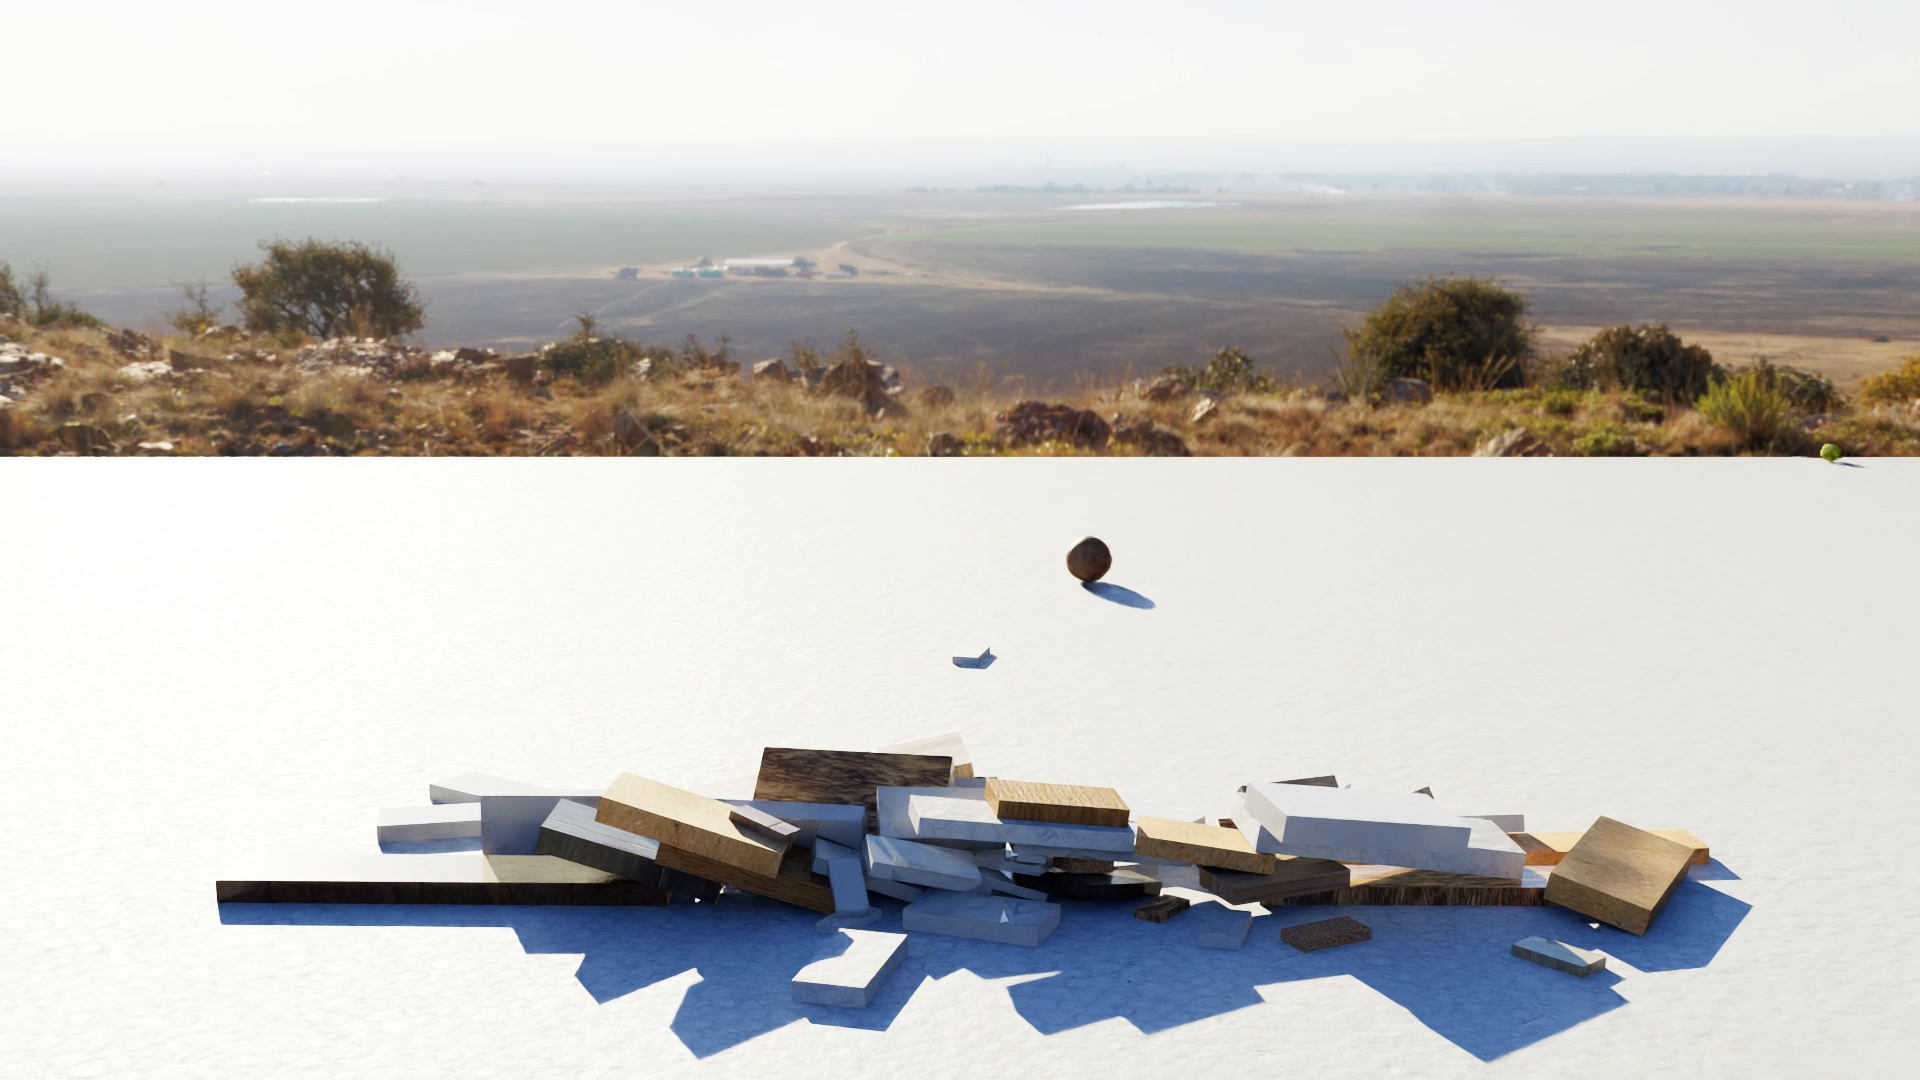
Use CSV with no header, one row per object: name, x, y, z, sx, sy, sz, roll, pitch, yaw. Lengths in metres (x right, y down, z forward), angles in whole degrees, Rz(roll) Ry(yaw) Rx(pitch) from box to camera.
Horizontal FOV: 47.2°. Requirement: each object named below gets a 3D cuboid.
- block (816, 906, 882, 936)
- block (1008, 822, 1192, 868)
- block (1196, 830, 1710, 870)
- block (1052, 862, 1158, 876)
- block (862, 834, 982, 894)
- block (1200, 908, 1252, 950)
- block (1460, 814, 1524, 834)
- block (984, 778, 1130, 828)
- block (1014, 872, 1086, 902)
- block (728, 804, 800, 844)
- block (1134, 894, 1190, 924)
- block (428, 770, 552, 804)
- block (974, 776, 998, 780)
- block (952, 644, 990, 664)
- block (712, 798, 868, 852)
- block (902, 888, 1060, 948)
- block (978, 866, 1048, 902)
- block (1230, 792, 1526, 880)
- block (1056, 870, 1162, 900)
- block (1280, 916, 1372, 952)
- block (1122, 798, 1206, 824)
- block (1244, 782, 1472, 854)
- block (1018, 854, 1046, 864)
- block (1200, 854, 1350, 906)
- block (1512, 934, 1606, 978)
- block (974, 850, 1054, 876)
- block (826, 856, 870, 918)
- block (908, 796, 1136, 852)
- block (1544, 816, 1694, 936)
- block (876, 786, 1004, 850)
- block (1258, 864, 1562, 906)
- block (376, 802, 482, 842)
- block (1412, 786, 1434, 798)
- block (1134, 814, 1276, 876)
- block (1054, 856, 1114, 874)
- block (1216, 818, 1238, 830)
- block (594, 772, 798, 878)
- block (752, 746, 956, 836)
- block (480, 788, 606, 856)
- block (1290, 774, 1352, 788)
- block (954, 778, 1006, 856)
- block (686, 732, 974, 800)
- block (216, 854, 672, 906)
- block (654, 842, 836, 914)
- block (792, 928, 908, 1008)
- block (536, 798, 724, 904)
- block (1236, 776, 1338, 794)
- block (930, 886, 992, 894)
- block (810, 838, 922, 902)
block,-0.178,0.609,3.525,0.053,0.015,0.106,7,12,32
block,0.230,0.502,3.684,0.304,0.032,0.113,6,11,-9
block,0.853,0.545,3.832,0.887,0.030,0.105,-1,11,-4
block,0.249,0.559,3.775,0.164,0.023,0.082,-3,11,-16
block,-0.063,0.531,3.604,0.185,0.026,0.093,12,19,-14
block,0.421,0.615,3.484,0.064,0.018,0.128,3,11,16
block,0.881,0.510,3.916,0.217,0.031,0.108,-1,-10,-5
block,0.160,0.436,3.642,0.221,0.031,0.111,6,11,-12
block,0.150,0.569,3.651,0.118,0.017,0.059,14,10,-8
block,-0.320,0.465,3.604,0.106,0.015,0.053,21,11,21
block,0.330,0.600,3.580,0.047,0.013,0.095,8,13,36
block,-0.801,0.493,4.110,0.432,0.030,0.107,7,13,33
block,-0.048,0.462,3.965,0.213,0.030,0.107,-3,17,24
block,0.028,0.277,5.308,0.063,0.018,0.126,3,11,14
block,-0.292,0.508,3.725,0.275,0.137,0.039,2,36,9
block,0.035,0.602,3.516,0.227,0.032,0.113,4,11,20
block,0.086,0.569,3.647,0.118,0.017,0.059,16,10,-3
block,0.698,0.495,3.682,0.459,0.046,0.164,7,11,-9
block,0.246,0.569,3.636,0.164,0.023,0.082,5,5,-40
block,0.576,0.620,3.459,0.128,0.018,0.064,-5,12,-26
block,0.319,0.498,3.912,0.210,0.030,0.105,8,13,37
block,0.649,0.455,3.603,0.328,0.046,0.164,6,12,-16
block,0.120,0.515,3.663,0.047,0.013,0.095,6,11,2
block,0.517,0.553,3.610,0.220,0.031,0.110,-5,11,-23
block,0.916,0.637,3.367,0.063,0.018,0.126,-9,14,-41
block,0.090,0.534,3.655,0.118,0.017,0.059,5,11,25
block,-0.181,0.560,3.552,0.053,0.015,0.106,-2,44,-14
block,0.101,0.466,3.612,0.359,0.031,0.111,6,11,-10
block,1.094,0.551,3.640,0.164,0.046,0.328,20,19,26
block,-0.033,0.468,3.702,0.210,0.030,0.105,2,48,-8
block,0.750,0.575,3.665,0.515,0.031,0.110,0,11,1
block,-0.948,0.513,4.003,0.213,0.030,0.107,-2,11,-11
block,0.748,0.496,3.954,0.217,0.031,0.108,-11,-15,-45
block,0.404,0.503,3.631,0.227,0.032,0.113,8,11,4
block,0.180,0.534,3.706,0.082,0.023,0.164,4,2,-30
block,0.524,0.522,3.903,0.126,0.018,0.063,-2,43,-9
block,-0.429,0.464,3.599,0.306,0.043,0.153,17,10,2
block,-0.186,0.448,3.795,0.335,0.047,0.167,2,50,9
block,-0.681,0.500,3.779,0.275,0.137,0.039,0,11,1
block,0.640,0.489,4.128,0.108,0.031,0.217,7,12,32
block,-0.085,0.490,3.808,0.335,0.047,0.167,2,50,9
block,-0.258,0.453,3.979,0.556,0.047,0.167,-11,16,-6
block,-0.852,0.568,3.682,0.745,0.039,0.137,0,11,1
block,-0.340,0.531,3.629,0.306,0.043,0.153,17,10,-2
block,-0.163,0.642,3.305,0.111,0.031,0.221,3,11,15
block,-0.536,0.515,3.646,0.306,0.043,0.153,17,10,-1
block,0.605,0.485,3.991,0.192,0.096,0.027,-4,-31,-20
block,-0.040,0.552,3.666,0.185,0.026,0.093,15,10,-4
block,-0.155,0.549,3.647,0.185,0.026,0.093,19,10,-7
